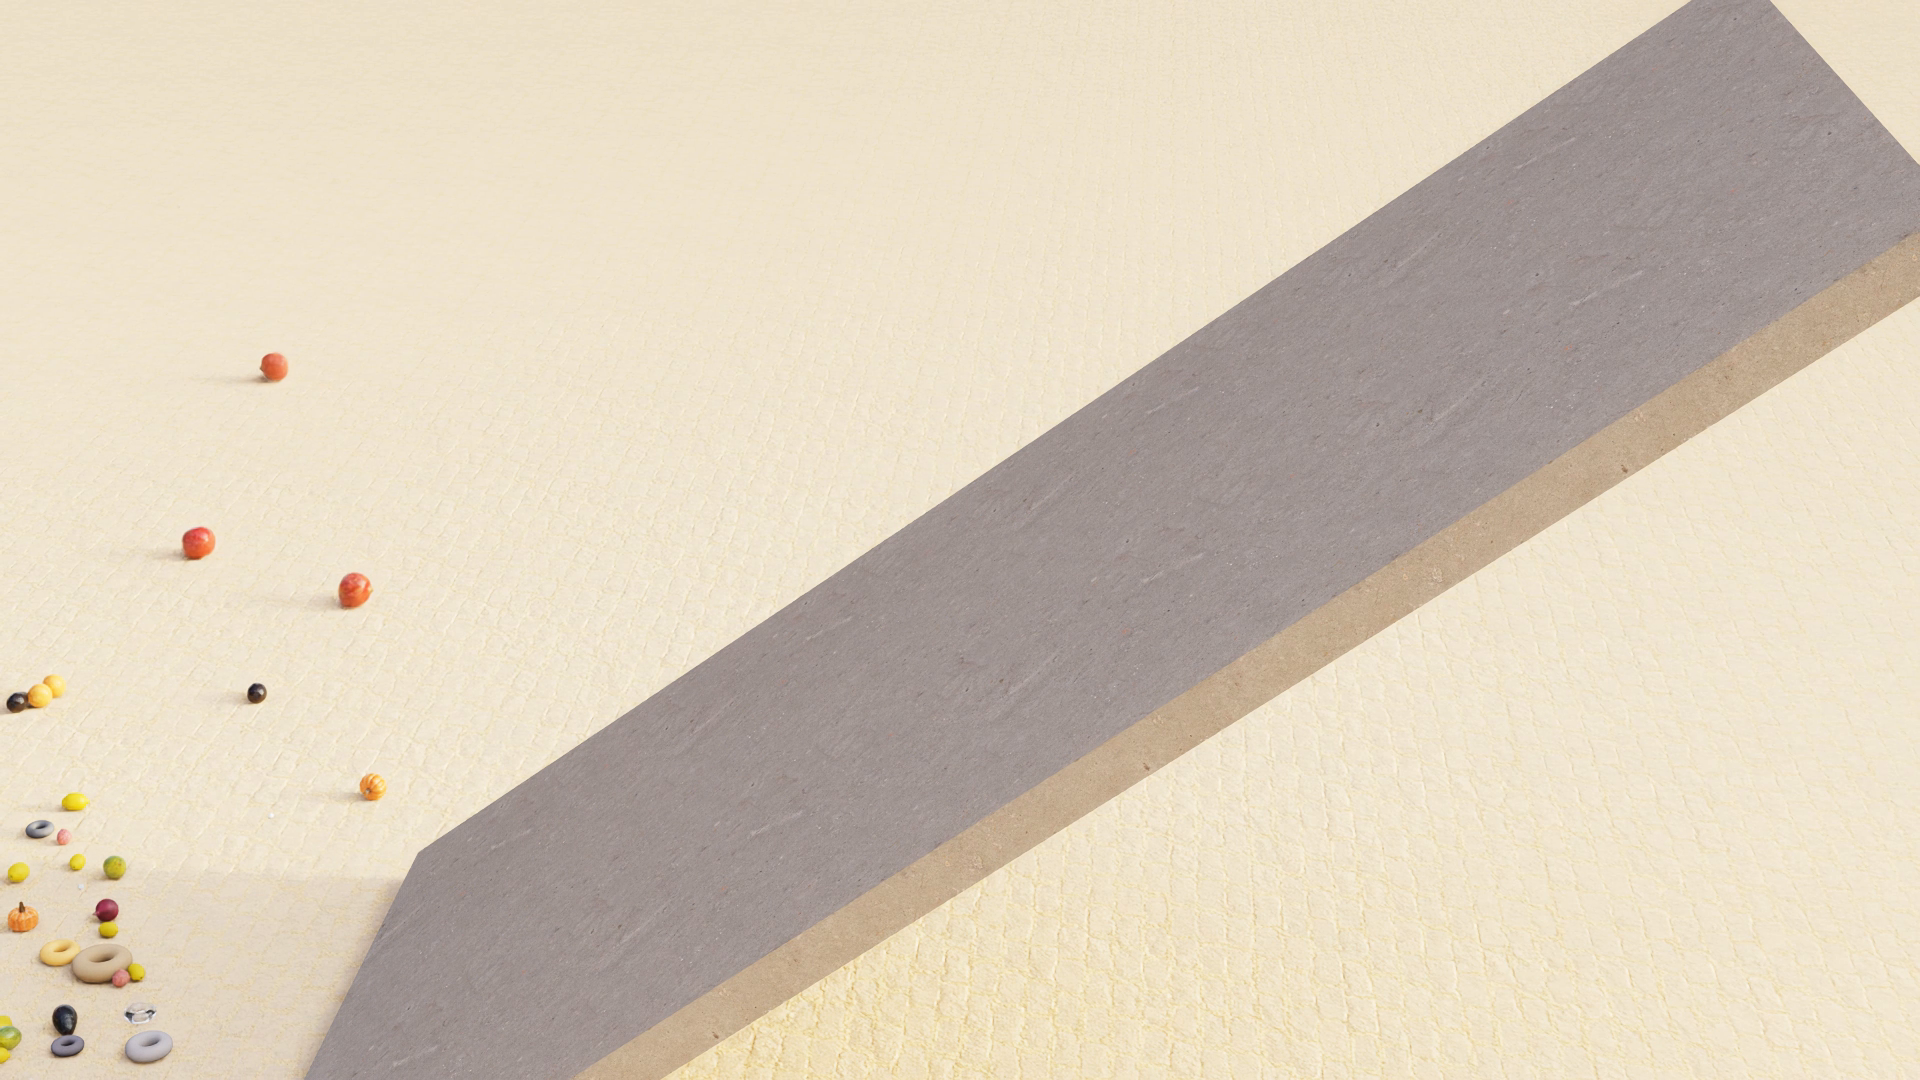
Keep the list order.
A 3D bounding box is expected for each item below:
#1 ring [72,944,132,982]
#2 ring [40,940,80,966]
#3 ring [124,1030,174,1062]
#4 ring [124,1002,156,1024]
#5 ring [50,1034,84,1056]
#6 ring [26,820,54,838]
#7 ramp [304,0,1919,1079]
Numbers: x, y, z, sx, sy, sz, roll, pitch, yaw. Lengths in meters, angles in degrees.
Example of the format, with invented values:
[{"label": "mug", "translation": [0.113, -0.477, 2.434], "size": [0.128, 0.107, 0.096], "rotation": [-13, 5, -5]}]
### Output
[{"label": "ring", "translation": [-2.145, 1.058, 7.355], "size": [0.149, 0.050, 0.149], "rotation": [0, 21, 0]}, {"label": "ring", "translation": [-2.270, 1.040, 7.420], "size": [0.101, 0.034, 0.101], "rotation": [1, 22, 0]}, {"label": "ring", "translation": [-1.932, 1.206, 7.006], "size": [0.112, 0.037, 0.112], "rotation": [-1, 21, 0]}, {"label": "ring", "translation": [-1.995, 1.150, 7.158], "size": [0.078, 0.026, 0.078], "rotation": [1, 23, 0]}, {"label": "ring", "translation": [-2.129, 1.207, 7.019], "size": [0.078, 0.026, 0.078], "rotation": [0, 21, 0]}, {"label": "ring", "translation": [-2.516, 0.791, 8.042], "size": [0.077, 0.026, 0.077], "rotation": [0, 24, 0]}, {"label": "ramp", "translation": [0.131, 0.177, 6.316], "size": [4.000, 0.100, 2.000], "rotation": [-34, 16, 16]}]
